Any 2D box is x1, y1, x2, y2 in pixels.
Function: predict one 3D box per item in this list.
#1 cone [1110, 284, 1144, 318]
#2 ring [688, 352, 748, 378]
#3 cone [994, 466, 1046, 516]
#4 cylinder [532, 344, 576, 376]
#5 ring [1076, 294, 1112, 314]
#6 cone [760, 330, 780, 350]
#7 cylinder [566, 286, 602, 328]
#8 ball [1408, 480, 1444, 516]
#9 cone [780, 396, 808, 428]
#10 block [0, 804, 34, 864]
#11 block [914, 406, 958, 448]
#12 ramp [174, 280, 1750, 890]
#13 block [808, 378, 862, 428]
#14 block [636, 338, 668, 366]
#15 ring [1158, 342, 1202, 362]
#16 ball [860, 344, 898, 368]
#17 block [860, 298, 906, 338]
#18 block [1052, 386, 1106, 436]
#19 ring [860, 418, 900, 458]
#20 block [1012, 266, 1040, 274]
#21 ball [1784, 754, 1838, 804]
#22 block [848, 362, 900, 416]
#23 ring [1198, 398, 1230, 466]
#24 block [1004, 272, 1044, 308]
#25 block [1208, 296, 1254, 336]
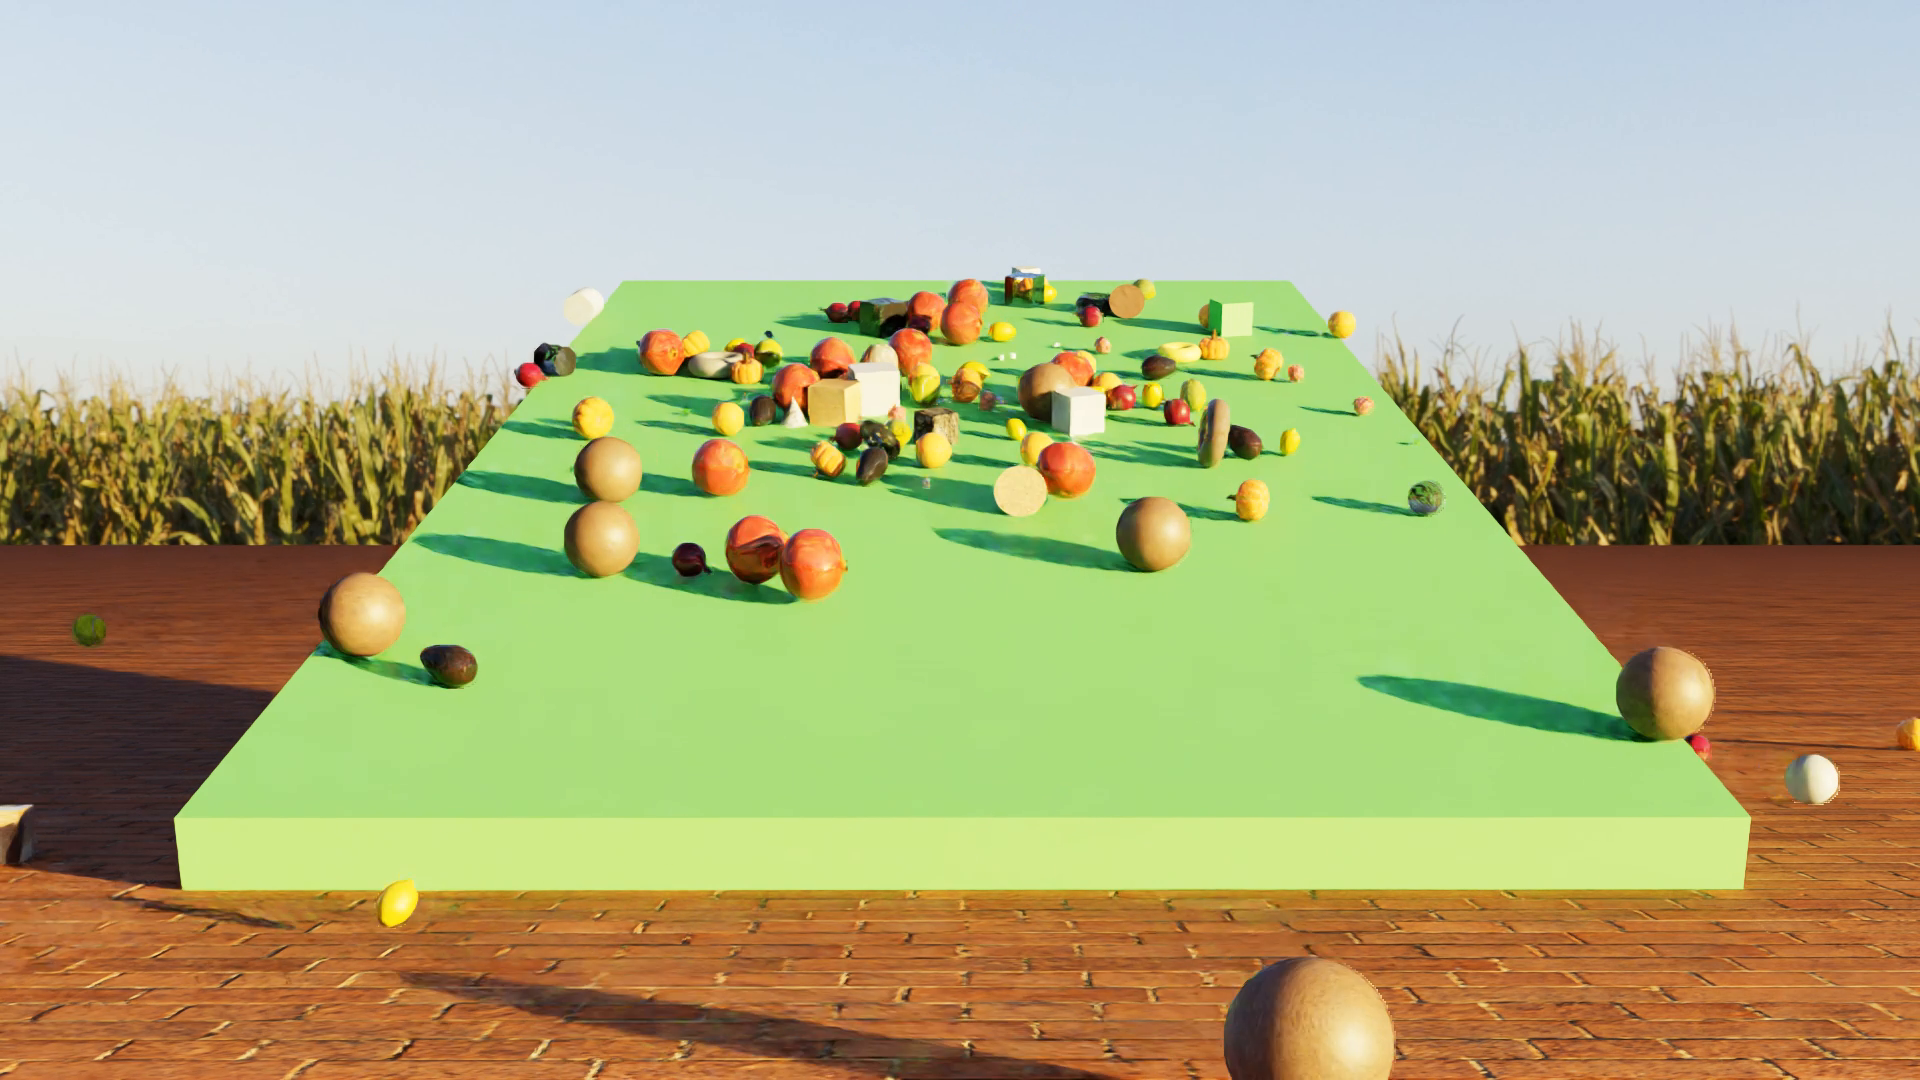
[{"bbox_3d":[0.460,-0.646,6.116,0.098,0.098,0.098,0,-10,2],"label":"cone"},{"bbox_3d":[-0.583,-0.423,5.349,0.146,0.049,0.146,1,15,0],"label":"ring"},{"bbox_3d":[0.119,-0.083,4.205,0.099,0.099,0.099,0,-10,6],"label":"cone"},{"bbox_3d":[-0.978,-0.434,5.343,0.073,0.073,0.073,11,6,33],"label":"cylinder"},{"bbox_3d":[0.384,-0.659,6.163,0.127,0.042,0.127,-1,17,0],"label":"ring"},{"bbox_3d":[-0.479,-0.504,5.671,0.050,0.050,0.050,0,-15,44],"label":"cone"},{"bbox_3d":[-1.019,-0.632,5.994,0.087,0.087,0.087,0,29,0],"label":"cylinder"},{"bbox_3d":[0.874,-0.079,4.155,0.066,0.066,0.066,0,0,0],"label":"ball"},{"bbox_3d":[-0.365,-0.284,4.851,0.063,0.063,0.063,0,17,0],"label":"cone"},{"bbox_3d":[-1.342,0.411,3.089,0.074,0.074,0.074,0,0,-7],"label":"block"},{"bbox_3d":[-0.050,-0.240,4.695,0.068,0.068,0.068,-12,20,-35],"label":"block"},{"bbox_3d":[-0.002,-0.166,4.740,2.000,0.100,4.000,0,16,0],"label":"ramp"},{"bbox_3d":[-0.275,-0.301,4.868,0.087,0.087,0.087,6,18,20],"label":"block"},{"bbox_3d":[-0.759,-0.464,5.470,0.058,0.058,0.058,-10,19,-31],"label":"block"},{"bbox_3d":[0.547,-0.468,5.526,0.110,0.037,0.110,-1,17,0],"label":"ring"},{"bbox_3d":[-0.191,-0.421,5.251,0.090,0.090,0.090,0,0,0],"label":"ball"},{"bbox_3d":[-0.203,-0.587,5.838,0.087,0.087,0.087,-13,21,-37],"label":"block"},{"bbox_3d":[0.257,-0.280,4.803,0.085,0.085,0.085,-8,18,-25],"label":"block"},{"bbox_3d":[-0.164,-0.208,4.556,0.102,0.034,0.102,38,-16,13],"label":"ring"},{"bbox_3d":[0.193,-0.769,6.500,0.062,0.062,0.062,-8,18,-25],"label":"block"},{"bbox_3d":[1.442,0.405,3.749,0.085,0.085,0.085,0,0,0],"label":"ball"},{"bbox_3d":[-0.195,-0.339,4.975,0.099,0.099,0.099,-4,17,-12],"label":"block"},{"bbox_3d":[0.514,-0.218,4.493,0.047,0.141,0.141,9,0,-3],"label":"ring"},{"bbox_3d":[0.183,-0.704,6.241,0.085,0.085,0.085,8,18,25],"label":"block"},{"bbox_3d":[0.716,-0.590,5.853,0.087,0.087,0.087,-5,17,-16],"label":"block"}]
